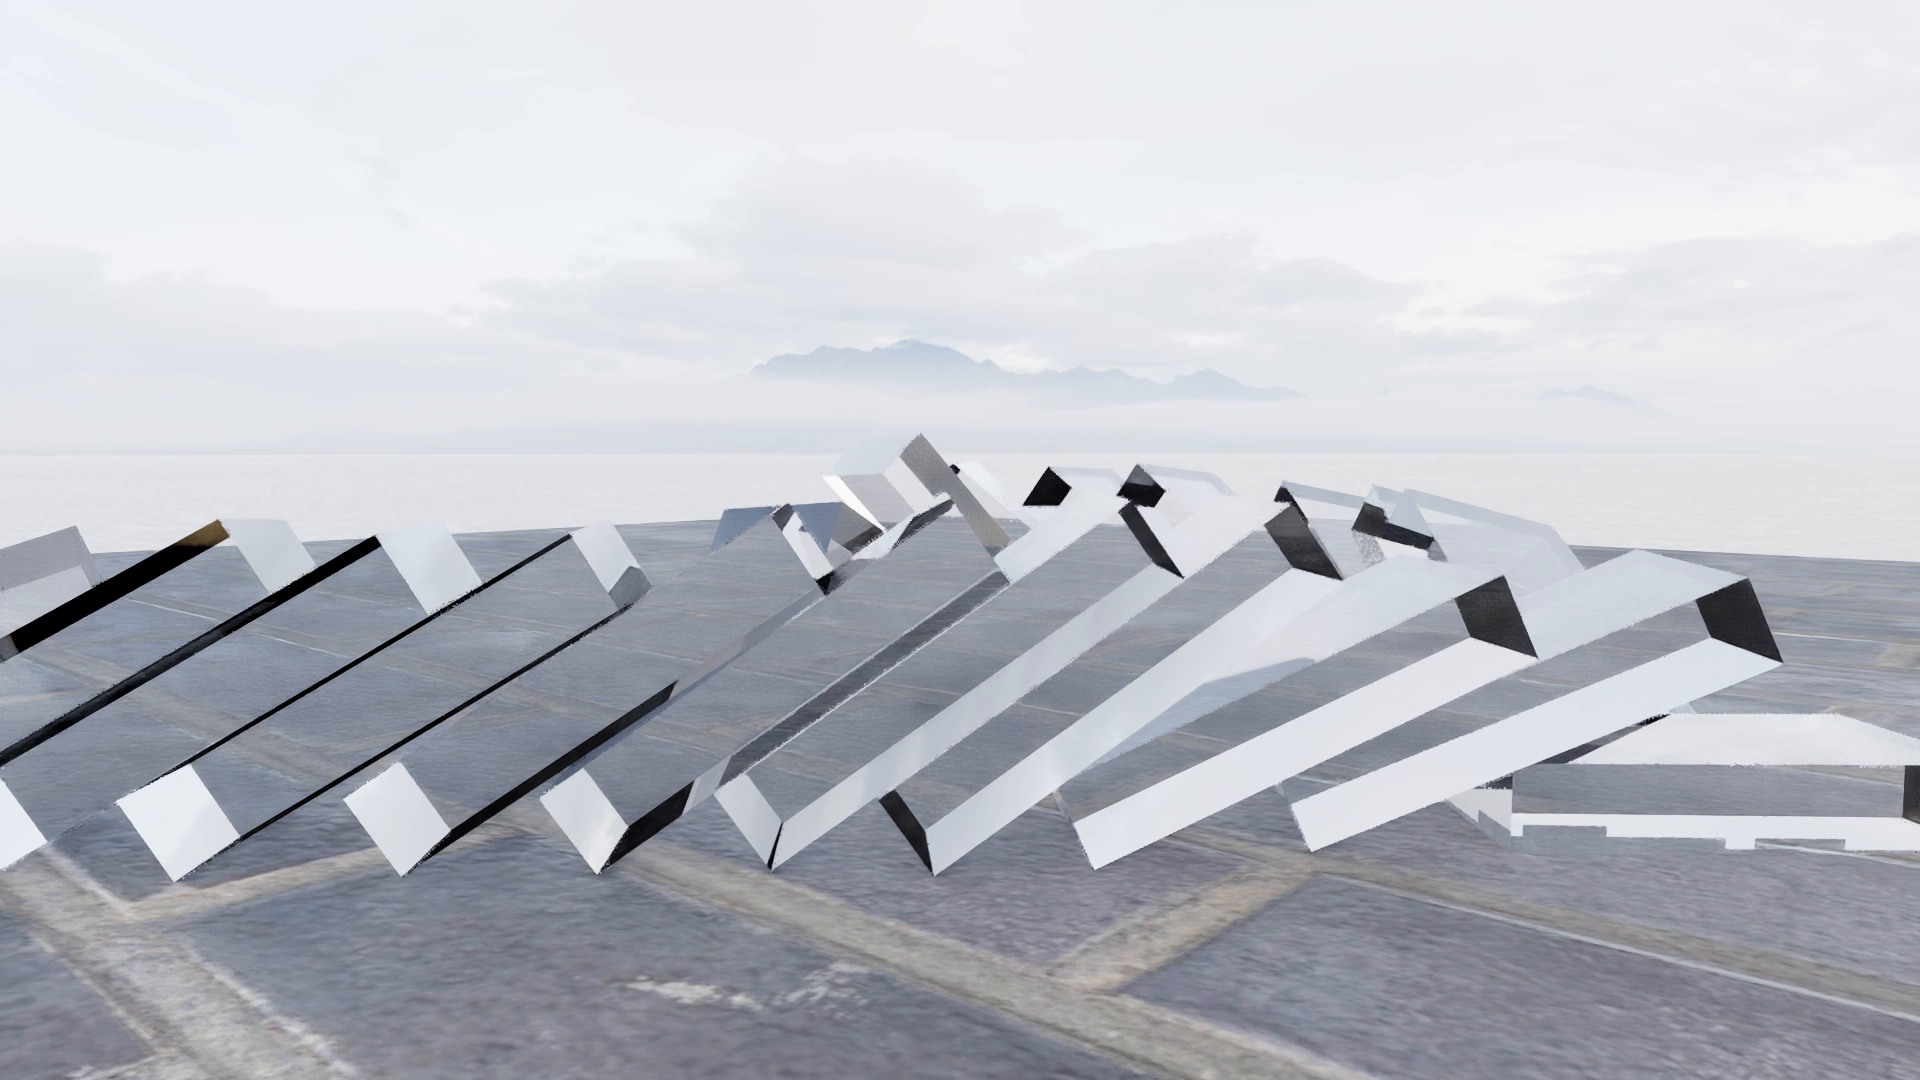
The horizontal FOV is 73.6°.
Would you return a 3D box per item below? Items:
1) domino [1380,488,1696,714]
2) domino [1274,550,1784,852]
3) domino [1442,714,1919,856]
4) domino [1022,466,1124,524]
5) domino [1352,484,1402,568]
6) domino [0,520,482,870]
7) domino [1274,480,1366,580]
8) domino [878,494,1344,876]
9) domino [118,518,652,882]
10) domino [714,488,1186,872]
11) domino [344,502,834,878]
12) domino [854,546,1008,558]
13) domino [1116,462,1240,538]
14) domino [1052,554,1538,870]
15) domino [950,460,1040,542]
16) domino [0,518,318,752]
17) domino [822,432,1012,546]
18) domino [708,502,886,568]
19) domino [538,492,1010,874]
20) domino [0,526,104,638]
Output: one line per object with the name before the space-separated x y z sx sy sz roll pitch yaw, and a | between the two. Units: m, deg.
domino | 0.080 0.011 0.182 0.025 0.010 0.050 14 29 -6
domino | 0.058 0.017 0.143 0.050 0.010 0.025 -24 4 7
domino | 0.082 0.027 0.145 0.050 0.010 0.025 0 4 1
domino | 0.037 0.005 0.241 0.050 0.010 0.025 44 24 25
domino | 0.081 0.009 0.205 0.025 0.010 0.050 16 29 -3
domino | -0.078 0.016 0.136 0.050 0.009 0.025 -31 8 -5
domino | 0.074 0.008 0.224 0.025 0.010 0.050 10 29 -13
domino | 0.014 0.014 0.139 0.050 0.010 0.025 -35 6 -2
domino | -0.059 0.015 0.138 0.050 0.010 0.025 -31 7 -3
domino | -0.002 0.013 0.138 0.050 0.009 0.025 -35 6 0
domino | -0.038 0.014 0.138 0.050 0.010 0.025 -34 6 0
domino | 0.000 0.014 0.176 0.025 0.009 0.050 0 -21 0
domino | 0.053 0.006 0.234 0.025 0.010 0.050 3 36 -44
domino | 0.033 0.017 0.141 0.050 0.009 0.025 -25 6 -2
domino | 0.017 0.005 0.240 0.050 0.010 0.025 40 10 5
domino | -0.095 0.015 0.136 0.050 0.010 0.025 -32 8 -12
domino | 0.000 0.004 0.224 0.010 0.050 0.025 -48 22 -19
domino | -0.013 0.010 0.203 0.025 0.009 0.050 -2 -27 39
domino | -0.019 0.014 0.138 0.050 0.010 0.025 -35 6 1
domino | -0.121 0.015 0.138 0.050 0.009 0.025 -27 -2 -37
